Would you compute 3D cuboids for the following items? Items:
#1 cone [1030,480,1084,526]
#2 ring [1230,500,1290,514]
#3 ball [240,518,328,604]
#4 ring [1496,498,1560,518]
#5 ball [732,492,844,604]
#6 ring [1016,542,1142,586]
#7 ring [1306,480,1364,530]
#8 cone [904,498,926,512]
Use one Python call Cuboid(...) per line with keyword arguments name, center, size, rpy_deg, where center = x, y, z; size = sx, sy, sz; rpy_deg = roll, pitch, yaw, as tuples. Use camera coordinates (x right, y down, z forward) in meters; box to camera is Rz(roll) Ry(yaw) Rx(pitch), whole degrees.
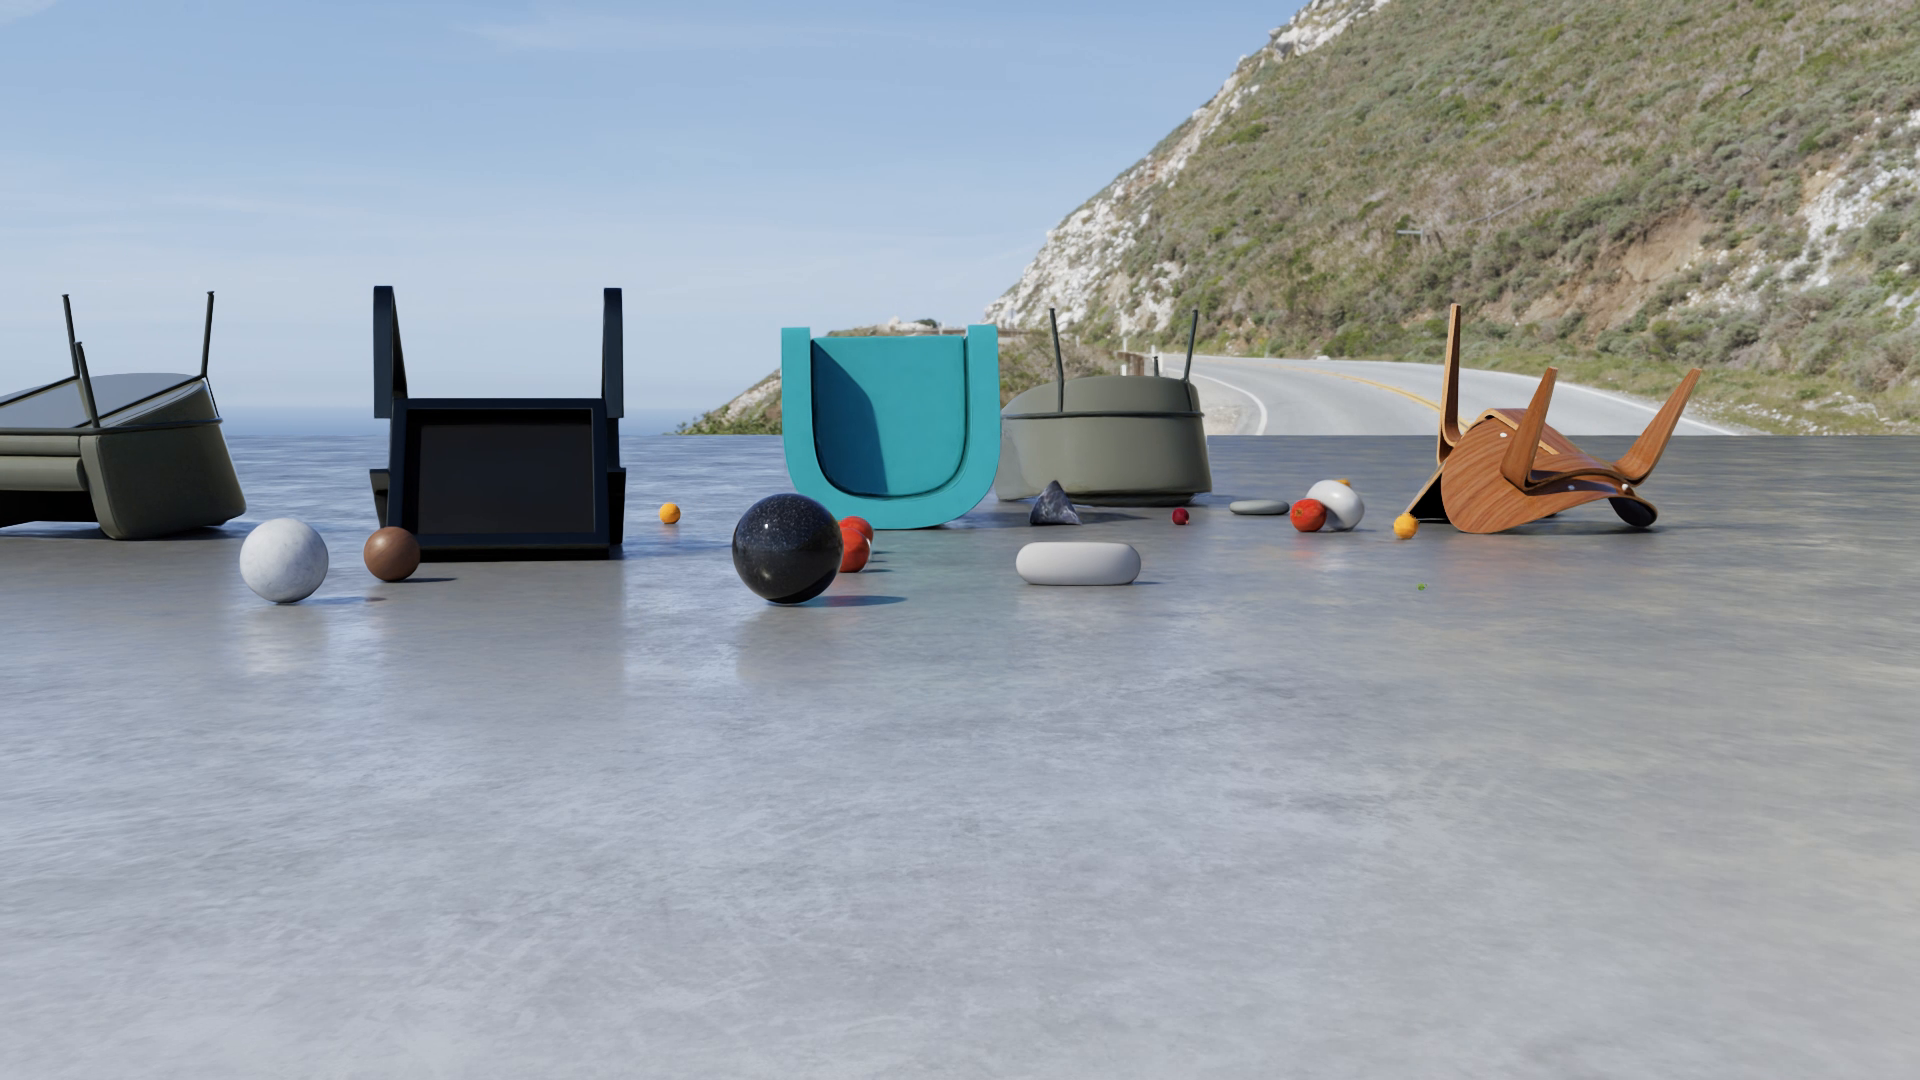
Cuboid(name="cone", center=(0.343, -0.088, 7.285), size=(0.154, 0.168, 0.197), rpy_deg=(31, 8, 13))
Cuboid(name="ring", center=(1.077, -0.117, 7.908), size=(0.219, 0.048, 0.212), rpy_deg=(2, 4, 35))
Cuboid(name="ball", center=(-1.416, 0.043, 4.608), size=(0.179, 0.179, 0.179), rpy_deg=(0, 4, 0))
Cuboid(name="ring", center=(2.007, -0.114, 7.775), size=(0.218, 0.060, 0.352), rpy_deg=(1, 4, 24))
Cuboid(name="ball", center=(-0.359, 0.017, 4.586), size=(0.234, 0.234, 0.234), rpy_deg=(0, 4, 0))
Cuboid(name="ring", center=(0.272, 0.054, 5.055), size=(0.288, 0.098, 0.110), rpy_deg=(1, 1, 1))
Cuboid(name="ring", center=(1.186, -0.110, 6.961), size=(0.093, 0.175, 0.255), rpy_deg=(-46, 14, -12))
Cuboid(name="cone", center=(-0.174, -0.113, 8.021), size=(0.085, 0.049, 0.086), rpy_deg=(4, 21, 14))
